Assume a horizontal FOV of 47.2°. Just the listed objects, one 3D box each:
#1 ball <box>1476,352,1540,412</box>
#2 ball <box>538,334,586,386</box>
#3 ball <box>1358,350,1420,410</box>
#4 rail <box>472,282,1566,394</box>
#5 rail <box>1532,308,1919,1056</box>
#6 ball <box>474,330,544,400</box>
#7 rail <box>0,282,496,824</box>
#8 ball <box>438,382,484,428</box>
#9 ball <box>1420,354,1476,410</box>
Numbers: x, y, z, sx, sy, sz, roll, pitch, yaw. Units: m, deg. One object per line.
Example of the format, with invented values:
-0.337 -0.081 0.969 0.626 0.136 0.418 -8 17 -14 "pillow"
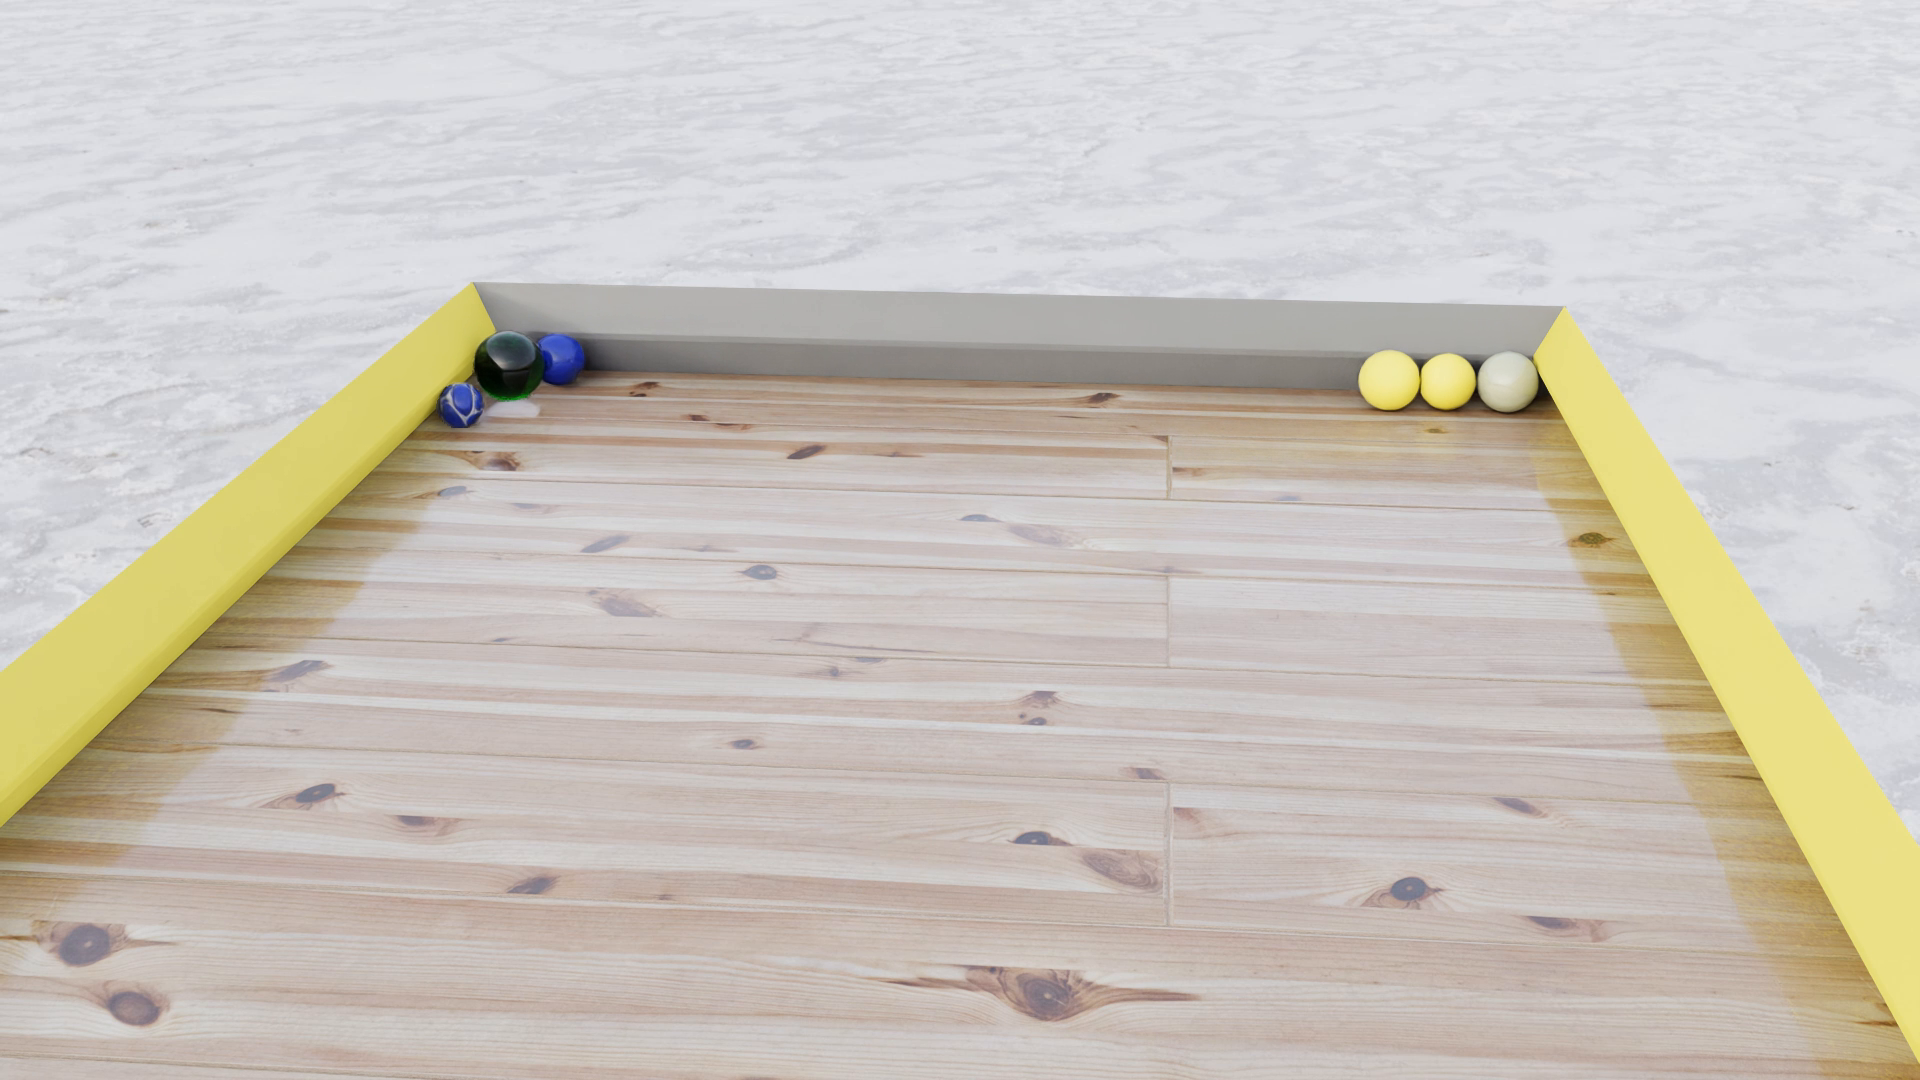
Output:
0.742 -0.214 2.980 0.083 0.083 0.083 0 21 0 "ball"
-0.566 -0.254 3.100 0.074 0.074 0.074 0 21 0 "ball"
0.583 -0.217 2.990 0.082 0.082 0.082 0 21 0 "ball"
0.064 -0.278 3.085 1.539 0.126 0.045 2 21 5 "rail"
0.677 0.264 1.658 0.045 0.126 2.980 2 21 5 "rail"
-0.621 -0.240 3.029 0.097 0.097 0.097 0 21 0 "ball"
-0.809 0.217 1.782 0.045 0.126 2.980 2 21 5 "rail"
-0.664 -0.180 2.923 0.060 0.060 0.060 0 21 0 "ball"
0.663 -0.215 2.991 0.077 0.077 0.077 0 21 0 "ball"
